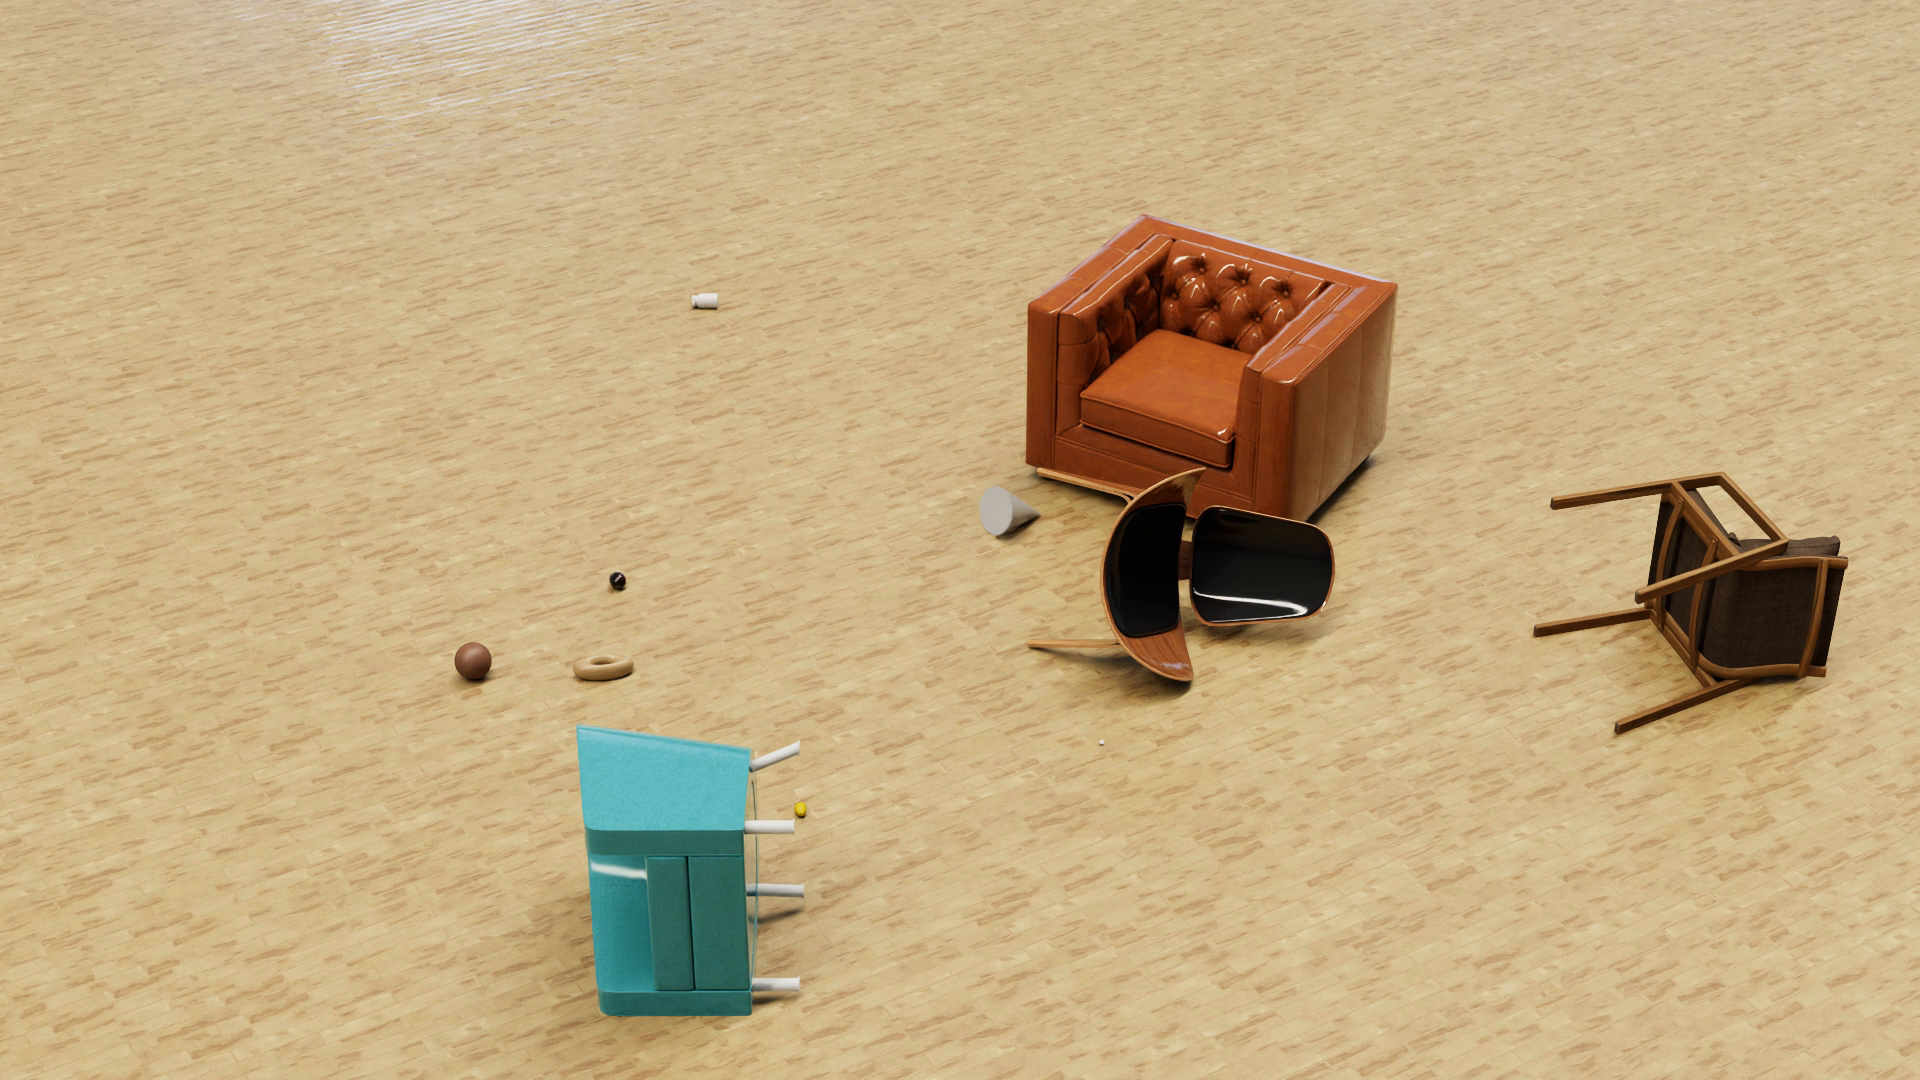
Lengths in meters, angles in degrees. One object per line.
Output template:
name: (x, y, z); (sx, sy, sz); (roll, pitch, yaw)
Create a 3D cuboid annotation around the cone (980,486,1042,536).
cone: (0.223, -0.102, 11.023); (0.223, 0.180, 0.211); (5, 22, -36)

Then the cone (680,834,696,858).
cone: (-0.874, 0.970, 9.393); (0.038, 0.087, 0.058); (19, 38, 26)

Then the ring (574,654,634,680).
ring: (-1.242, 0.443, 10.219); (0.213, 0.061, 0.101); (-5, 32, -9)
